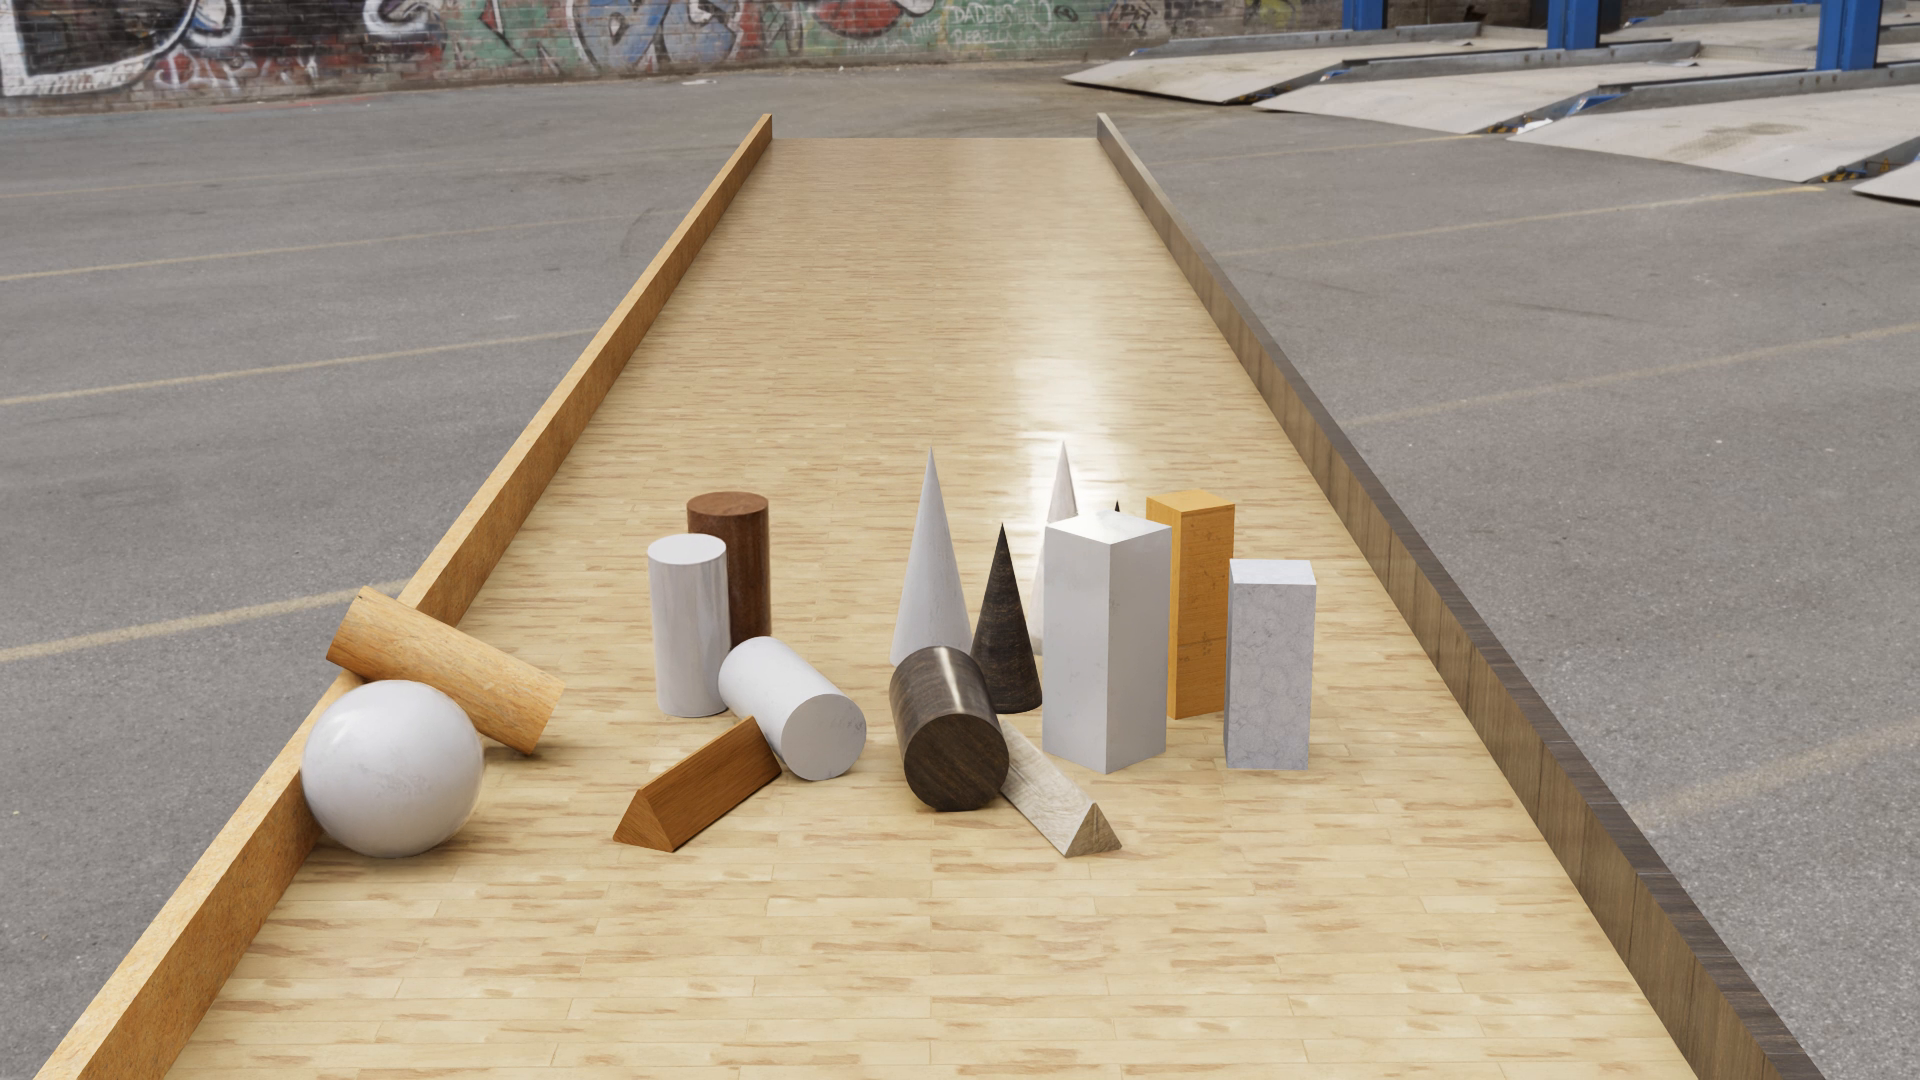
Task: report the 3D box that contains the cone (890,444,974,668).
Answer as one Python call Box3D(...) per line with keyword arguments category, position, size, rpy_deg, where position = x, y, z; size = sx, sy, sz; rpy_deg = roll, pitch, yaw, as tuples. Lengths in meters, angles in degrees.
Box3D(category="cone", position=(-0.055, 0.025, 4.344), size=(0.178, 0.448, 0.178), rpy_deg=(0, 19, 0))

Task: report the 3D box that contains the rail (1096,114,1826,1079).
Box3D(category="rail", position=(0.932, -0.844, 7.801), size=(0.050, 0.150, 12.000), rpy_deg=(0, 17, -1))

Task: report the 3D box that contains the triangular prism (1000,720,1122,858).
Box3D(category="triangular prism", position=(0.146, 0.408, 3.695), size=(0.100, 0.087, 0.392), rpy_deg=(-6, 18, -19))

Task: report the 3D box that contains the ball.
Box3D(category="ball", position=(-0.903, 0.363, 3.508), size=(0.283, 0.283, 0.283), rpy_deg=(0, 17, 0))

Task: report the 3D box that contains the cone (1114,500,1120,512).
Box3D(category="cone", position=(0.306, 0.088, 4.320), size=(0.157, 0.349, 0.157), rpy_deg=(0, 17, 0))

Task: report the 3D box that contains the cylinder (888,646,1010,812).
Box3D(category="cylinder", position=(-0.023, 0.324, 3.829), size=(0.177, 0.177, 0.341), rpy_deg=(-2, 17, -6))

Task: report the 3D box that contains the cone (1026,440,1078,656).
Box3D(category="cone", position=(0.208, 0.004, 4.440), size=(0.169, 0.439, 0.169), rpy_deg=(-1, 16, 0))

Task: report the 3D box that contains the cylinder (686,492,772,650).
Box3D(category="cylinder", position=(-0.444, 0.100, 4.254), size=(0.156, 0.359, 0.156), rpy_deg=(0, 18, 0))

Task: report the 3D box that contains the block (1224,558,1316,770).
Box3D(category="block", position=(0.545, 0.219, 3.888), size=(0.141, 0.343, 0.141), rpy_deg=(1, 17, 4))

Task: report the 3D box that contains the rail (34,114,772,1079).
Box3D(category="rail", position=(-1.118, -0.838, 7.780), size=(0.050, 0.150, 12.000), rpy_deg=(0, 17, -1))

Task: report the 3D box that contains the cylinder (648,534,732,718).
Box3D(category="cylinder", position=(-0.503, 0.160, 4.113), size=(0.145, 0.314, 0.145), rpy_deg=(0, 23, 0))

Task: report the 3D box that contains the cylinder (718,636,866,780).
Box3D(category="cylinder", position=(-0.304, 0.298, 3.943), size=(0.160, 0.160, 0.330), rpy_deg=(-8, 18, -24))

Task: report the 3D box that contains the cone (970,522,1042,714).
Box3D(category="cone", position=(0.079, 0.134, 4.153), size=(0.162, 0.355, 0.162), rpy_deg=(0, 17, 0))

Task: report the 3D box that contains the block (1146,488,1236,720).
Box3D(category="block", position=(0.426, 0.120, 4.117), size=(0.118, 0.403, 0.118), rpy_deg=(-9, 19, -26))

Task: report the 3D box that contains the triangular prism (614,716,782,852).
Box3D(category="triangular prism", position=(-0.439, 0.400, 3.699), size=(0.114, 0.099, 0.361), rpy_deg=(7, 18, 23))

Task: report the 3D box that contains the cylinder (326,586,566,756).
Box3D(category="cylinder", position=(-0.908, 0.232, 3.896), size=(0.391, 0.146, 0.146), rpy_deg=(27, 14, -8))

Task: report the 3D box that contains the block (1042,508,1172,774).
Box3D(category="block", position=(0.258, 0.177, 3.891), size=(0.157, 0.421, 0.157), rpy_deg=(-15, 22, -41))
